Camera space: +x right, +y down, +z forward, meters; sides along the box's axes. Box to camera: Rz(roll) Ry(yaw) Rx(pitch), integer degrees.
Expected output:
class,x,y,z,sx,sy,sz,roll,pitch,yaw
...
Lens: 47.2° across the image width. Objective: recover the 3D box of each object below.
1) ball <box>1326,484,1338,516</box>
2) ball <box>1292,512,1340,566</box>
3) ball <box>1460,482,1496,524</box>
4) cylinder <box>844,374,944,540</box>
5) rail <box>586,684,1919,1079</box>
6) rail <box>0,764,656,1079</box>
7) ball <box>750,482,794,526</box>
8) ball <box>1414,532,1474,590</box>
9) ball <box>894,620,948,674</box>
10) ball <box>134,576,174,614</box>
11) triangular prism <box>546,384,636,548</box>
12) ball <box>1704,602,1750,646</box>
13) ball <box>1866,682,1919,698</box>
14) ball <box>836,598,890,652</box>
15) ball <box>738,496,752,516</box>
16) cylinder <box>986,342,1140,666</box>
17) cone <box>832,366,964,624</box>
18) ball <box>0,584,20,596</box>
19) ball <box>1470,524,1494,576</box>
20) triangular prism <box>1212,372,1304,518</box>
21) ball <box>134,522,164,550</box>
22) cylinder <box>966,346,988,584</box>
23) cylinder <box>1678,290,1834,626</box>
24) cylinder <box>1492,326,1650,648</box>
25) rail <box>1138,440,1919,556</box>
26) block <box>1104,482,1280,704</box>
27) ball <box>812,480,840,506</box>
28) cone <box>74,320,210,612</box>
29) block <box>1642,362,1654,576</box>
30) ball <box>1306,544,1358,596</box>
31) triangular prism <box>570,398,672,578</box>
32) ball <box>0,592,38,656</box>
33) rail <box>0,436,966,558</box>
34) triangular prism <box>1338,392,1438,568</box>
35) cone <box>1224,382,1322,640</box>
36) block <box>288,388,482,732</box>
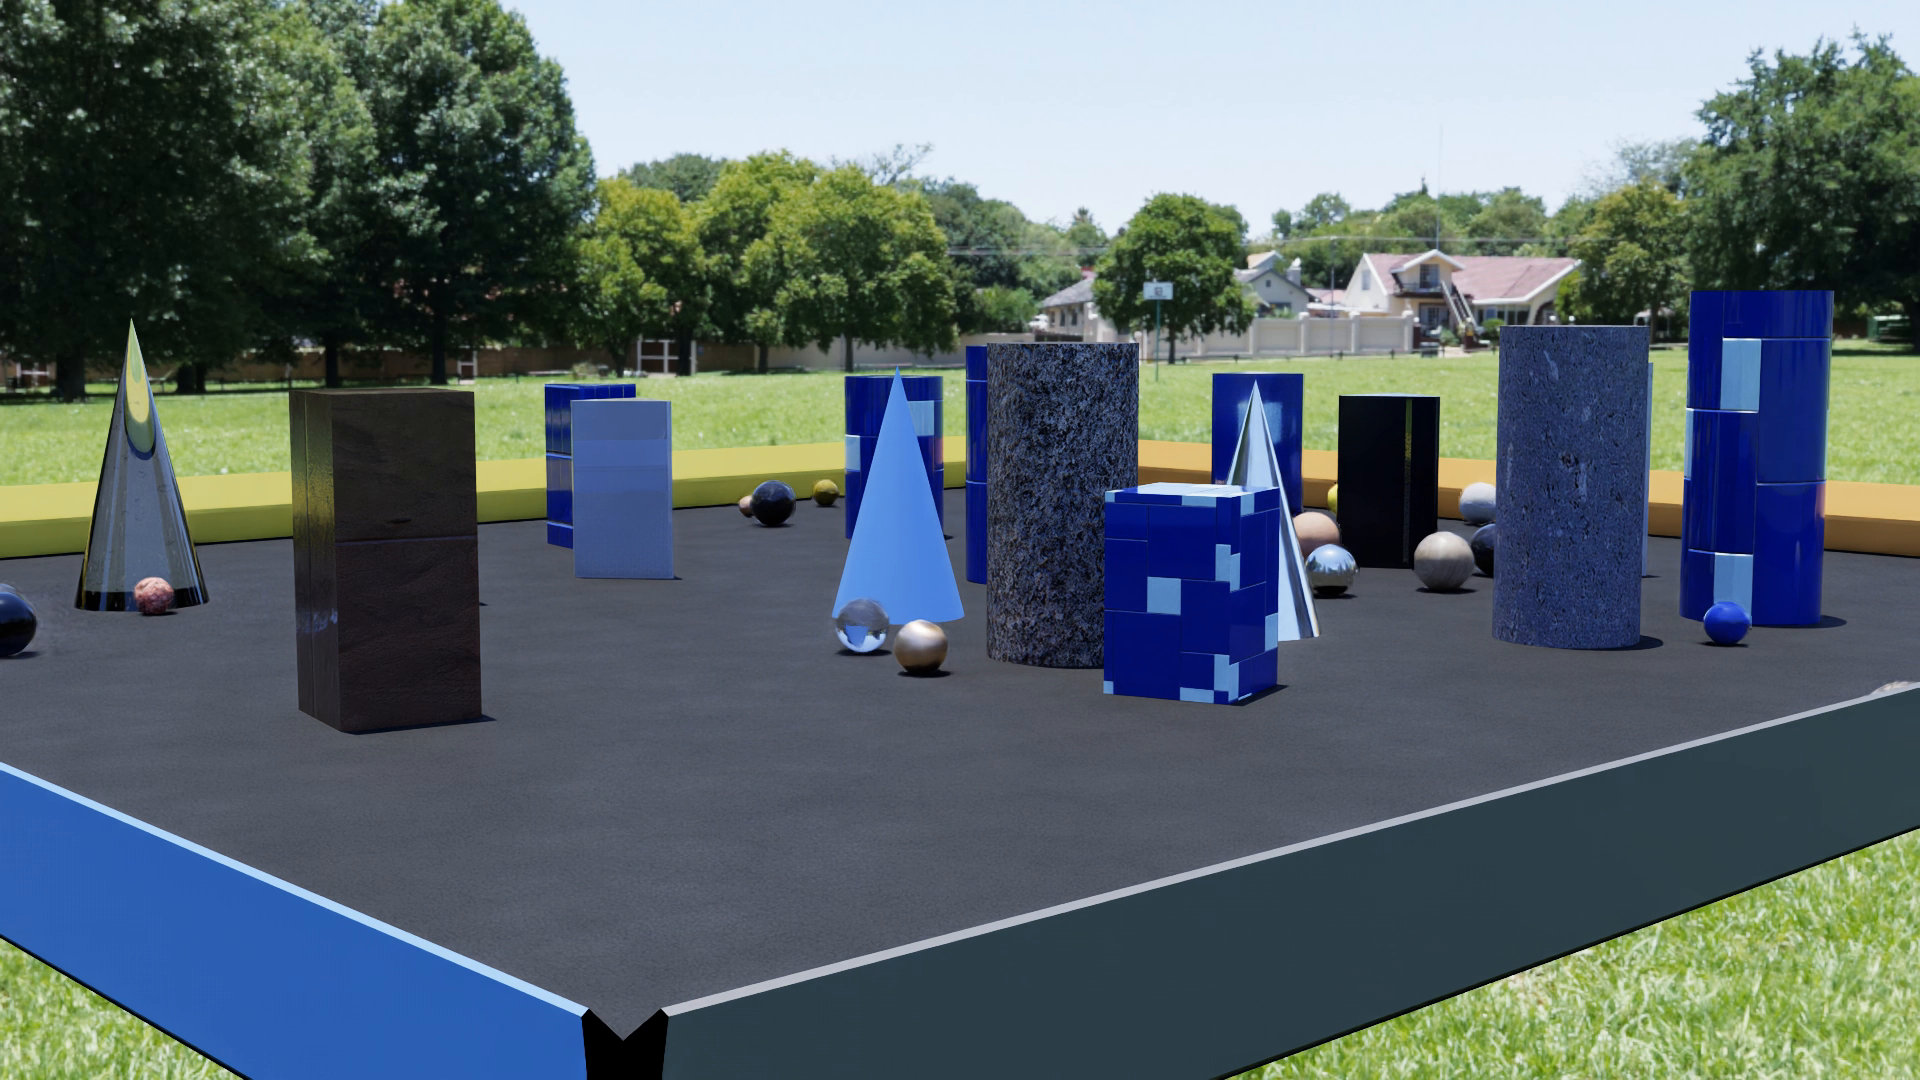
class,x,y,z,sx,sy,sz,roll,pitch,yaw
ball,0.822,-0.085,4.691,0.079,0.079,0.079,0,6,0
ball,0.607,0.000,3.793,0.097,0.097,0.097,0,6,0
ball,1.080,-0.075,4.554,0.088,0.088,0.088,0,6,0
cylinder,-0.129,-0.163,4.305,0.194,0.314,0.194,0,6,0
rail,1.088,0.156,2.159,3.425,0.126,0.045,-5,8,-42
rail,-1.241,0.152,2.193,0.045,0.126,3.258,-5,8,-42
ball,-0.388,-0.076,4.545,0.092,0.092,0.092,0,6,0
ball,0.767,0.034,3.488,0.094,0.094,0.094,0,6,0
ball,-0.047,0.131,2.694,0.066,0.066,0.066,0,6,0
ball,-1.180,0.081,3.221,0.055,0.055,0.055,0,6,0
triangular prism,-0.679,-0.142,4.155,0.146,0.304,0.168,-4,7,-33
ball,1.020,0.111,2.926,0.058,0.058,0.058,0,6,0
ball,0.894,0.181,2.075,0.096,0.096,0.096,0,6,0
ball,-0.127,0.111,2.862,0.071,0.071,0.071,0,6,0
ball,-0.457,-0.073,4.756,0.042,0.042,0.042,0,6,0
cylinder,0.131,-0.052,2.825,0.194,0.402,0.194,0,6,0
cone,-0.090,-0.072,3.194,0.194,0.364,0.194,0,6,0
ball,-1.352,0.092,3.093,0.061,0.061,0.061,0,6,0
ball,0.901,0.016,3.687,0.088,0.088,0.088,0,6,0
triangular prism,0.553,-0.153,4.154,0.168,0.326,0.146,0,6,0
ball,-1.506,-0.007,4.084,0.051,0.051,0.051,0,6,0
cylinder,0.106,-0.127,3.620,0.194,0.385,0.194,0,6,0
cylinder,1.147,-0.122,3.171,0.194,0.470,0.194,0,6,0
cylinder,0.824,-0.077,2.971,0.194,0.422,0.194,0,6,0
rail,1.241,-0.087,4.471,0.045,0.126,3.258,-5,8,-42
block,0.273,0.058,2.578,0.155,0.235,0.155,3,7,29
ball,-0.304,-0.107,4.994,0.059,0.059,0.059,0,6,0
cone,-1.244,-0.119,3.323,0.194,0.432,0.194,0,6,0
block,1.049,-0.122,3.711,0.155,0.357,0.155,-3,6,-23
ball,0.578,0.047,3.425,0.081,0.081,0.081,0,6,0
triangular prism,-0.551,-0.091,3.714,0.168,0.294,0.146,1,6,8
ball,-1.233,0.108,2.831,0.083,0.083,0.083,0,6,0
rail,-1.088,-0.090,4.505,3.425,0.126,0.045,-5,8,-42
triangular prism,0.757,-0.107,3.858,0.168,0.296,0.146,2,6,16
cone,0.406,-0.047,3.039,0.194,0.349,0.194,0,6,0
block,-0.631,0.015,2.412,0.155,0.356,0.155,-4,7,-32
